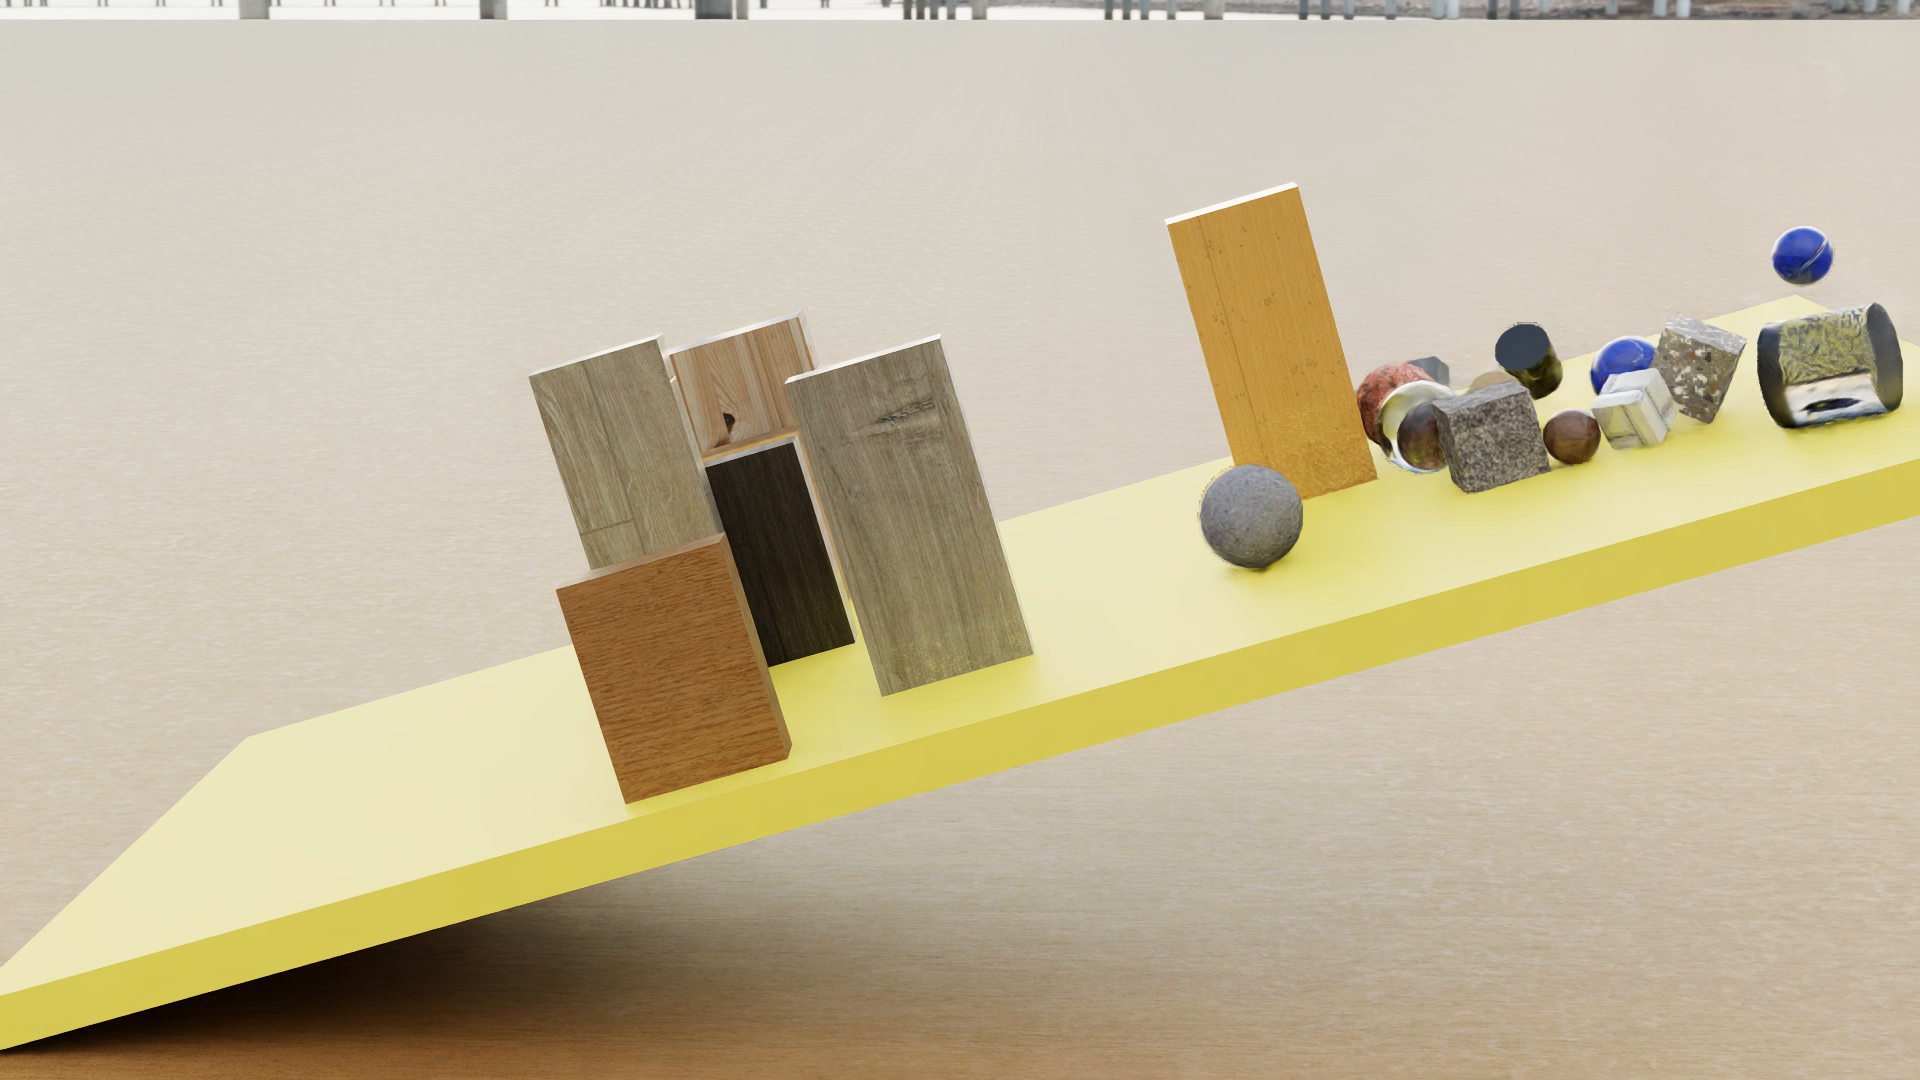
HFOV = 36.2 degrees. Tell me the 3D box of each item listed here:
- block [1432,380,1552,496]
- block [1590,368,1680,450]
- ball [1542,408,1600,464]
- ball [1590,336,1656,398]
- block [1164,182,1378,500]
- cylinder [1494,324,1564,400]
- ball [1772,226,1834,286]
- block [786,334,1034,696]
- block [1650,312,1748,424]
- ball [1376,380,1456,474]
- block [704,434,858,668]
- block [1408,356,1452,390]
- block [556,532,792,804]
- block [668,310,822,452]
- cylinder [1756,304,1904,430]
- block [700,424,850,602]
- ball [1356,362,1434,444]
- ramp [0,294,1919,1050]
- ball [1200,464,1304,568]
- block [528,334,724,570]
[{"bbox_3d":[1.092,-0.212,6.054,0.174,0.174,0.174,-16,10,2],"label":"block"},{"bbox_3d":[1.366,-0.264,5.952,0.110,0.110,0.110,-8,36,45],"label":"block"},{"bbox_3d":[1.241,-0.211,5.967,0.115,0.115,0.115,0,11,0],"label":"ball"},{"bbox_3d":[1.432,-0.353,6.292,0.166,0.166,0.166,0,11,0],"label":"ball"},{"bbox_3d":[0.681,-0.418,6.443,0.292,0.664,0.136,-16,10,5],"label":"block"},{"bbox_3d":[1.284,-0.402,6.633,0.125,0.125,0.125,7,-25,32],"label":"cylinder"},{"bbox_3d":[1.743,-0.588,6.087,0.125,0.125,0.125,0,11,0],"label":"ball"},{"bbox_3d":[-0.095,-0.047,5.734,0.310,0.645,0.081,-16,10,5],"label":"block"},{"bbox_3d":[1.503,-0.353,6.030,0.154,0.154,0.154,23,23,15],"label":"block"},{"bbox_3d":[0.992,-0.241,6.306,0.200,0.200,0.200,0,11,0],"label":"ball"},{"bbox_3d":[-0.491,0.055,6.385,0.421,0.457,0.101,-16,10,5],"label":"block"},{"bbox_3d":[1.053,-0.342,6.734,0.117,0.117,0.117,-10,-13,23],"label":"block"},{"bbox_3d":[-0.533,0.240,5.514,0.318,0.428,0.108,-16,10,5],"label":"block"},{"bbox_3d":[-0.487,-0.176,7.081,0.419,0.652,0.149,-16,10,5],"label":"block"},{"bbox_3d":[1.671,-0.333,5.647,0.210,0.210,0.210,-10,3,36],"label":"cylinder"},{"bbox_3d":[-0.454,-0.026,6.884,0.290,0.418,0.128,-16,10,5],"label":"block"},{"bbox_3d":[0.976,-0.298,6.548,0.195,0.195,0.195,0,11,0],"label":"ball"},{"bbox_3d":[0.091,0.187,6.320,4.000,0.100,2.000,-16,10,5],"label":"ramp"},{"bbox_3d":[0.584,-0.047,5.893,0.207,0.207,0.207,0,11,0],"label":"ball"},{"bbox_3d":[-0.640,-0.017,6.110,0.277,0.771,0.090,-16,10,5],"label":"block"}]
